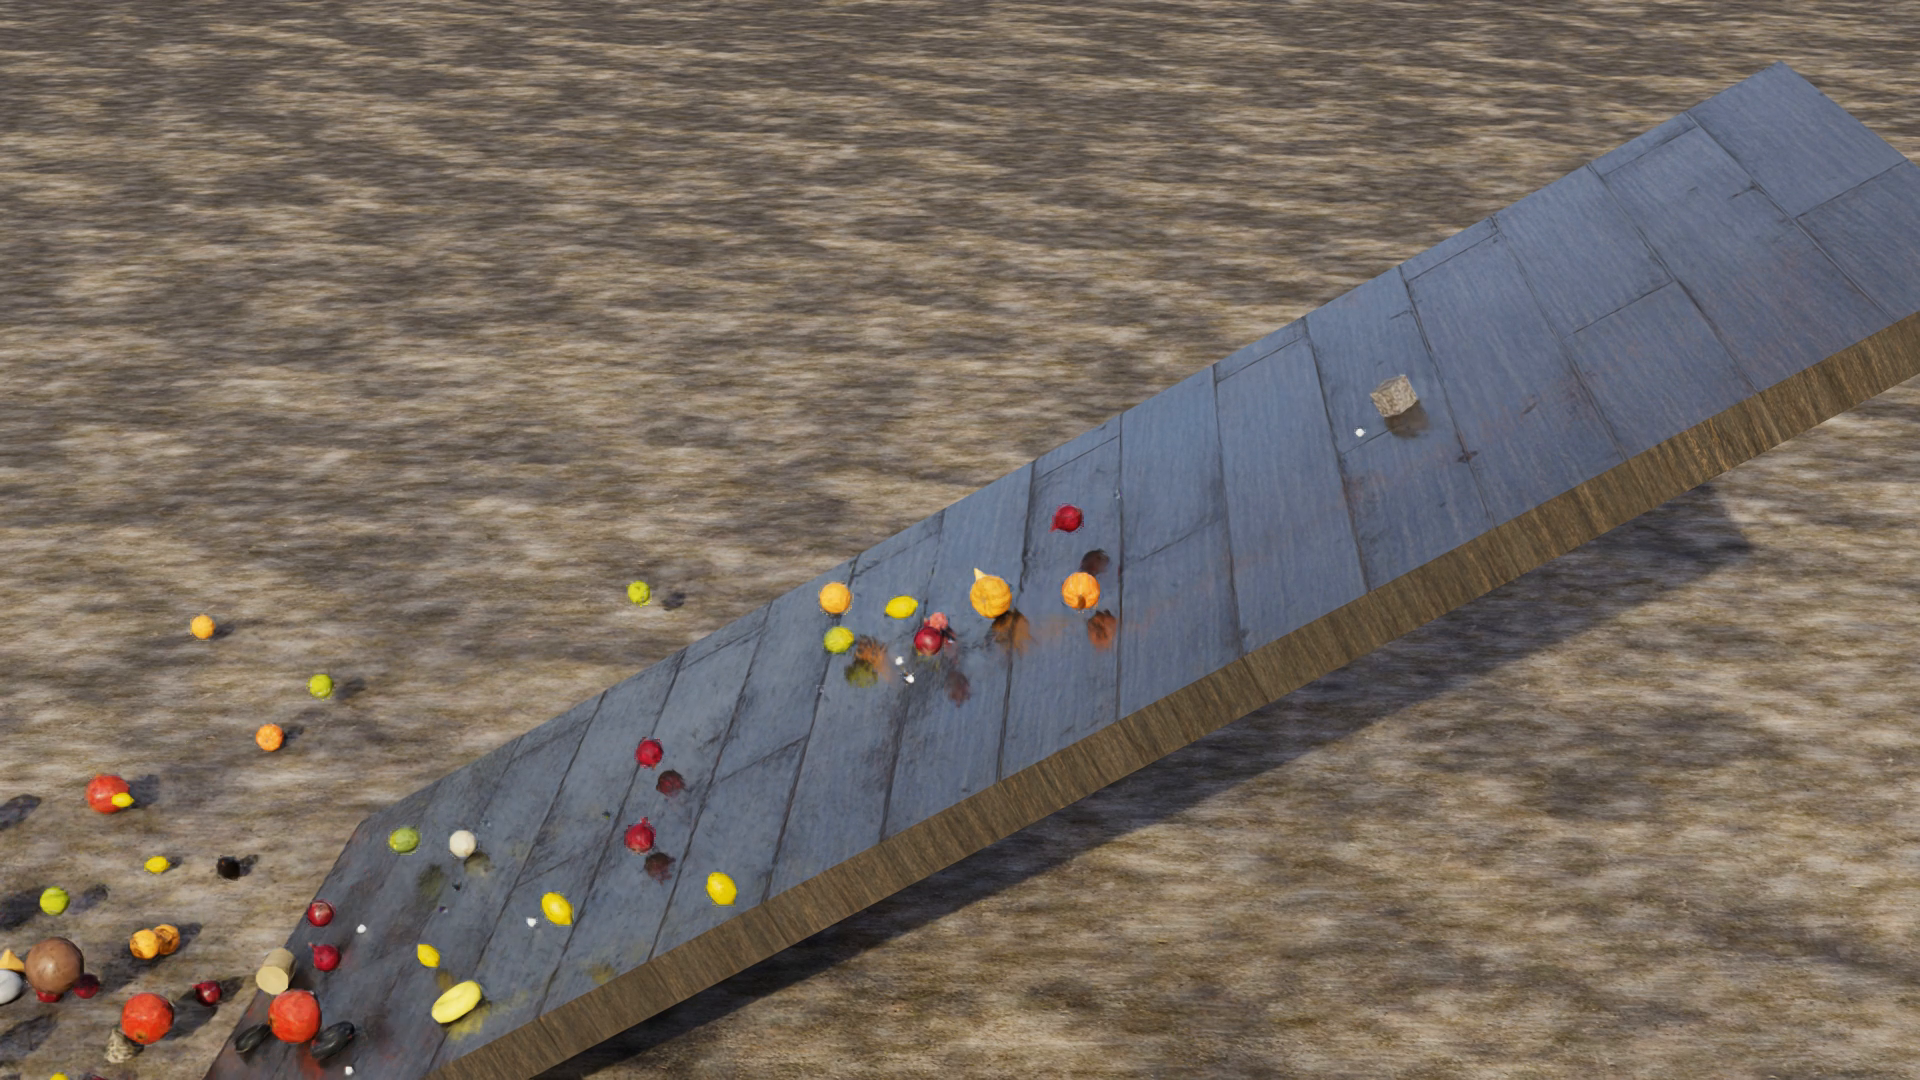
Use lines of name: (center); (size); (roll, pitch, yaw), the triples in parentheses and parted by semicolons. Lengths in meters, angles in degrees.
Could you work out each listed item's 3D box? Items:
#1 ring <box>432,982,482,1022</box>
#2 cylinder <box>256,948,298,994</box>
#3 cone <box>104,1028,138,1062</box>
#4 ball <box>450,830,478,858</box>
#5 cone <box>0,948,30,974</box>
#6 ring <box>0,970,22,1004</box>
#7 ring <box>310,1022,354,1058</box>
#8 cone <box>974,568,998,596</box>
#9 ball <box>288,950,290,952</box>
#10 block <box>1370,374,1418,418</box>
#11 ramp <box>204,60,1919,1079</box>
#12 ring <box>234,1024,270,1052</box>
ring: (-0.993, 0.913, 5.810); (0.110, 0.037, 0.110); (-29, 14, 8)
cylinder: (-1.537, 0.971, 6.620); (0.074, 0.074, 0.074); (1, 23, 4)
cone: (-1.889, 1.119, 6.592); (0.074, 0.074, 0.074); (-4, 35, 3)
ball: (-1.144, 0.699, 6.774); (0.064, 0.064, 0.064); (0, 18, 0)
cone: (-2.239, 1.017, 6.993); (0.072, 0.072, 0.072); (28, 8, -24)
ring: (-2.266, 1.048, 6.878); (0.144, 0.048, 0.144); (-1, 17, 0)
ring: (-1.288, 1.026, 6.032); (0.102, 0.034, 0.102); (-29, 13, 7)
cone: (0.046, 0.083, 6.447); (0.056, 0.056, 0.056); (-29, 15, 8)
ball: (-1.547, 0.963, 6.723); (0.055, 0.055, 0.055); (0, 18, 0)
block: (0.886, -0.293, 6.006); (0.058, 0.058, 0.058); (-41, 17, -34)
ramp: (0.142, 0.168, 6.284); (4.000, 0.100, 2.000); (-28, 15, 12)
ring: (-1.532, 1.077, 6.366); (0.083, 0.028, 0.083); (-28, 14, 8)
